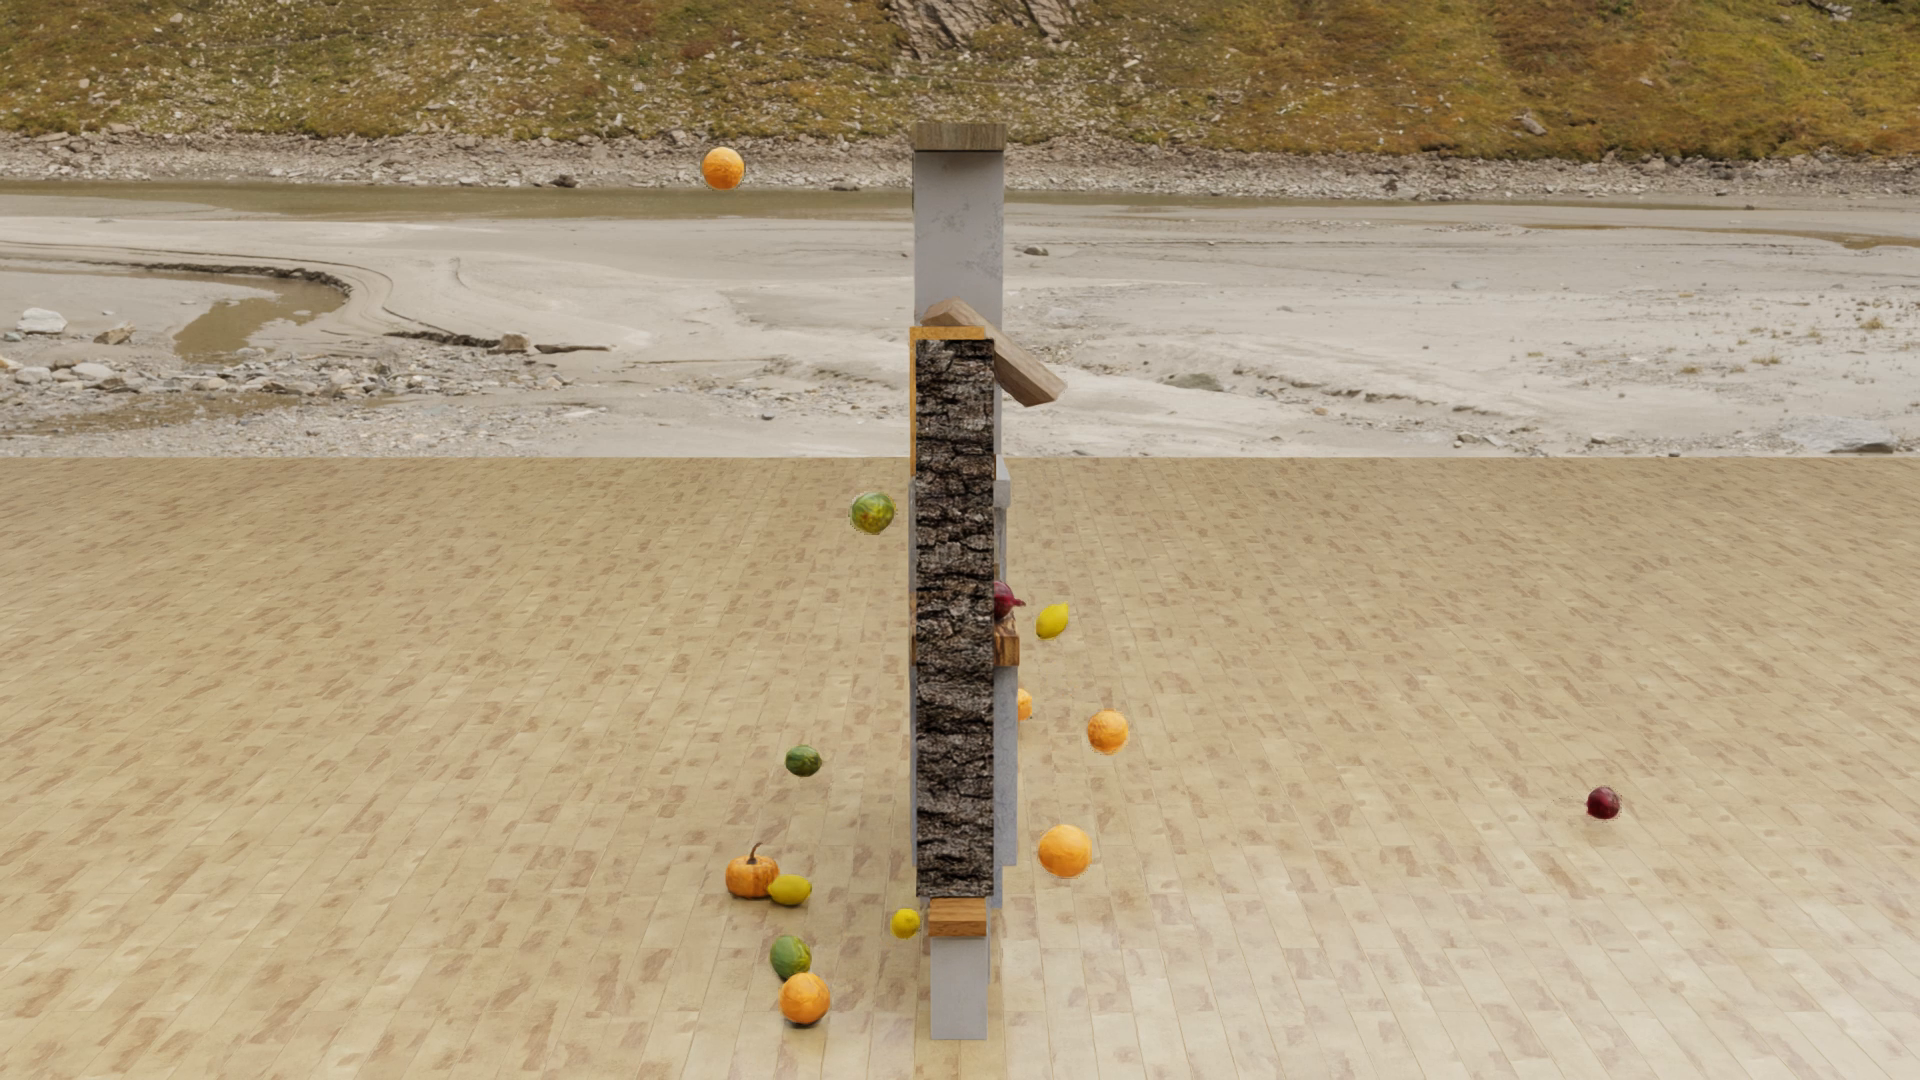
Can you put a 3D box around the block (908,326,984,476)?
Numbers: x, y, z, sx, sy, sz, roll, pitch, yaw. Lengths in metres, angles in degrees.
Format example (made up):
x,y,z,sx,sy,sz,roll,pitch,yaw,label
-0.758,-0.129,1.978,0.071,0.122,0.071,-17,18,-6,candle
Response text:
x,y,z,sx,sy,sz,roll,pitch,yaw,label
-0.019,-0.203,3.229,0.109,0.218,0.031,0,-3,-3,block

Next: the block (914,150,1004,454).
x,y,z,sx,sy,sz,roll,pitch,yaw,label
-0.003,-0.378,3.527,0.141,0.484,0.040,0,15,-3,block

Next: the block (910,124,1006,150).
x,y,z,sx,sy,sz,roll,pitch,yaw,label
-0.006,-0.646,3.531,0.141,0.040,0.282,-1,10,-3,block

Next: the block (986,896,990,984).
x,y,z,sx,sy,sz,roll,pitch,yaw,label
0.003,0.577,3.273,0.085,0.169,0.024,0,11,0,block

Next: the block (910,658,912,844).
x,y,z,sx,sy,sz,roll,pitch,yaw,label
-0.001,0.301,3.418,0.154,0.342,0.044,0,11,-1,block

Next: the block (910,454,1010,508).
x,y,z,sx,sy,sz,roll,pitch,yaw,label
-0.003,-0.107,3.825,0.163,0.046,0.327,0,10,-2,block

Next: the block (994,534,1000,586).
x,y,z,sx,sy,sz,roll,pitch,yaw,label
0.001,0.031,3.549,0.124,0.035,0.247,0,11,0,block

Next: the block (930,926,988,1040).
x,y,z,sx,sy,sz,roll,pitch,yaw,label
-0.001,0.620,3.075,0.079,0.158,0.022,0,10,0,block

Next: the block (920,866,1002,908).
x,y,z,sx,sy,sz,roll,pitch,yaw,label
0.003,0.468,3.594,0.134,0.268,0.038,0,11,0,block

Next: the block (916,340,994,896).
x,y,z,sx,sy,sz,roll,pitch,yaw,label
-0.007,0.112,3.103,0.109,0.786,0.031,0,5,-1,block

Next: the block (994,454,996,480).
x,y,z,sx,sy,sz,roll,pitch,yaw,label
0.003,-0.212,3.648,0.113,0.226,0.032,0,11,-1,block

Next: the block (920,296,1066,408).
x,y,z,sx,sy,sz,roll,pitch,yaw,label
0.050,-0.284,3.337,0.218,0.031,0.109,38,-16,-17,block

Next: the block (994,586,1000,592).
x,y,z,sx,sy,sz,roll,pitch,yaw,label
0.000,0.185,3.494,0.124,0.247,0.035,0,11,0,block

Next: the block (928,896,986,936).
x,y,z,sx,sy,sz,roll,pitch,yaw,label
-0.004,0.521,3.110,0.079,0.022,0.158,0,10,0,block

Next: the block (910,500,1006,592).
x,y,z,sx,sy,sz,roll,pitch,yaw,label
-0.004,0.097,3.751,0.163,0.327,0.046,0,10,0,block

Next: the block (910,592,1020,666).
x,y,z,sx,sy,sz,roll,pitch,yaw,label
0.003,0.130,3.281,0.154,0.044,0.308,0,11,-2,block

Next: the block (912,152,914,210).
x,y,z,sx,sy,sz,roll,pitch,yaw,label
-0.004,-0.503,3.646,0.141,0.282,0.040,1,26,4,block

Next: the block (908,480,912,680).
x,y,z,sx,sy,sz,roll,pitch,yaw,label
-0.010,0.073,3.969,0.163,0.360,0.046,0,10,1,block

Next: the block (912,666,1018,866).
x,y,z,sx,sy,sz,roll,pitch,yaw,label
0.006,0.322,3.212,0.154,0.308,0.044,0,11,-1,block
